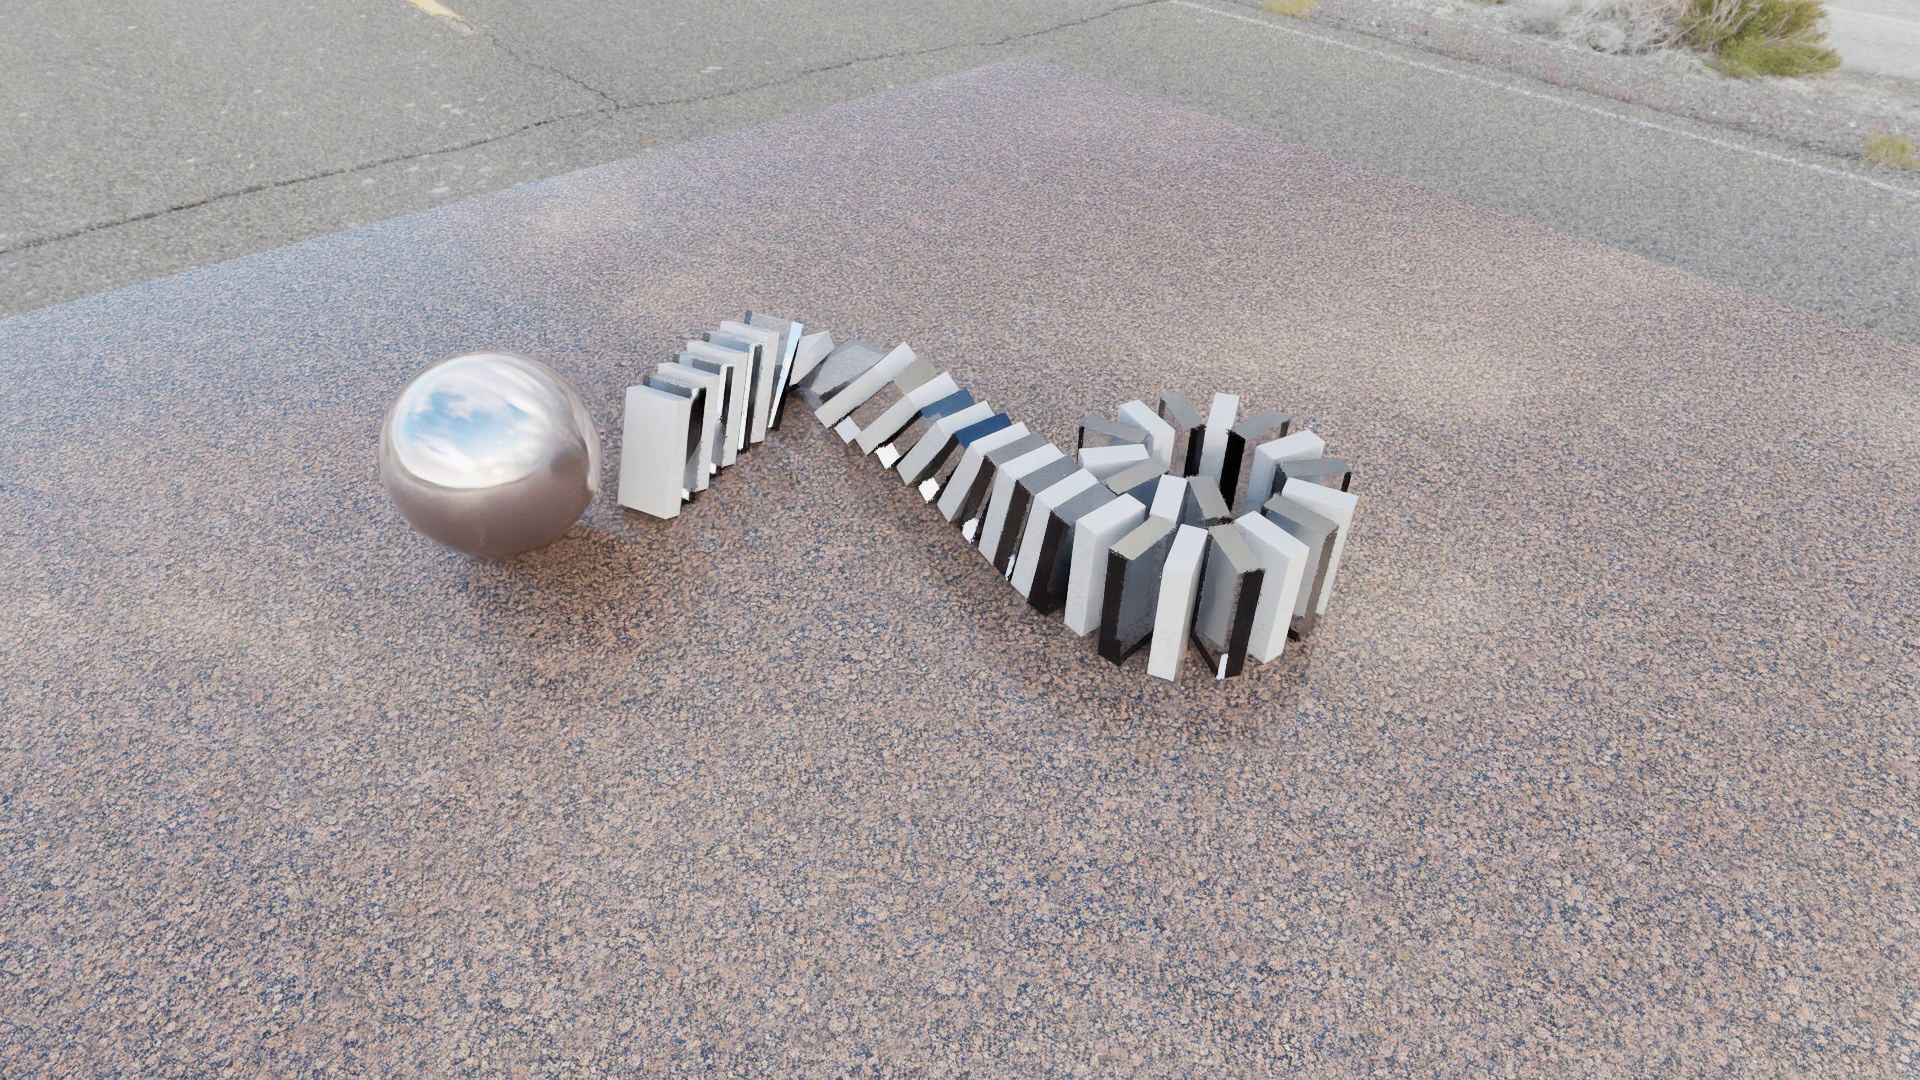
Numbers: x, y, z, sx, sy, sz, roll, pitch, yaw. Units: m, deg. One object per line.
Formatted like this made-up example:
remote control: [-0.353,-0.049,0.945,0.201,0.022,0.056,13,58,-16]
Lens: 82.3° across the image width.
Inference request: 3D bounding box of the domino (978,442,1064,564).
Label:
domino: [0.024,-0.013,0.427,0.025,0.050,0.009,-25,60,-27]

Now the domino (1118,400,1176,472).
domino: [0.073,-0.029,0.446,0.009,0.050,0.025,-18,43,-20]

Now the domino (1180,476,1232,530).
domino: [0.088,0.004,0.407,0.010,0.050,0.025,-3,39,-5]

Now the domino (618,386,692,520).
domino: [-0.127,-0.037,0.456,0.025,0.050,0.009,17,19,20]

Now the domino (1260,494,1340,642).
domino: [0.119,0.011,0.399,0.025,0.050,0.009,32,49,33]

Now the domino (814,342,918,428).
domino: [-0.044,-0.071,0.504,0.050,0.009,0.025,-27,16,46]

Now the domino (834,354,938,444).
domino: [-0.034,-0.063,0.493,0.009,0.050,0.025,52,48,-8]

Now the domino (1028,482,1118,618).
domino: [0.041,0.004,0.406,0.025,0.050,0.009,-30,58,-31]

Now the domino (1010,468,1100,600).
domino: [0.036,-0.002,0.413,0.025,0.050,0.009,-30,60,-31]

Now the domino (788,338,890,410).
domino: [-0.059,-0.082,0.544,0.025,0.009,0.050,27,47,29]

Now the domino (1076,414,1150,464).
domino: [0.060,-0.024,0.440,0.025,0.050,0.009,20,43,23]

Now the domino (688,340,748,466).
domino: [-0.109,-0.060,0.485,0.025,0.050,0.009,17,19,20]

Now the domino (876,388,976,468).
domino: [-0.015,-0.048,0.474,0.025,0.050,0.009,-29,88,-30]

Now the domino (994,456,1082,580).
domino: [0.030,-0.008,0.420,0.025,0.050,0.010,-27,60,-29]

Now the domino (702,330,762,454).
domino: [-0.105,-0.066,0.492,0.025,0.050,0.010,17,19,20]

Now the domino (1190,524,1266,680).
domino: [0.092,0.022,0.385,0.009,0.050,0.025,-9,40,-11]

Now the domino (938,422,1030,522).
domino: [0.010,-0.027,0.445,0.025,0.050,0.010,-25,73,-27]

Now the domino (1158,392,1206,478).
domino: [0.088,-0.032,0.450,0.010,0.050,0.025,-8,40,-9]

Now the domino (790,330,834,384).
domino: [-0.083,-0.087,0.538,0.025,0.009,0.050,-9,26,21]

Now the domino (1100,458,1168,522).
domino: [0.063,-0.004,0.416,0.025,0.050,0.009,-24,46,-27]

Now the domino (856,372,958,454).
domino: [-0.024,-0.055,0.485,0.025,0.050,0.009,-36,94,-36]

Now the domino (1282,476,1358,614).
domino: [0.129,0.003,0.408,0.025,0.050,0.010,18,43,21]

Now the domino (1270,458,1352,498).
domino: [0.131,-0.008,0.421,0.025,0.050,0.009,-5,40,-6]

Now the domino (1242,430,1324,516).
domino: [0.125,-0.017,0.432,0.025,0.050,0.009,-18,43,-21]

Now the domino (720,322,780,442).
domino: [-0.099,-0.072,0.500,0.025,0.050,0.010,17,17,20]

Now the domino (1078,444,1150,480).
domino: [0.058,-0.013,0.427,0.025,0.050,0.009,-5,40,-6]

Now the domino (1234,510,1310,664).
domino: [0.106,0.017,0.390,0.010,0.050,0.025,-24,45,-26]

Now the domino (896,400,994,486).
domino: [-0.006,-0.040,0.464,0.025,0.050,0.009,-26,84,-28]

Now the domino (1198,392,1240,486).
domino: [0.104,-0.032,0.451,0.009,0.050,0.025,12,41,14]

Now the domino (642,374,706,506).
domino: [-0.122,-0.042,0.463,0.025,0.050,0.009,17,19,20]

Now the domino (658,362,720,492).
domino: [-0.118,-0.048,0.471,0.025,0.050,0.009,17,19,20]

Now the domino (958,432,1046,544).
domino: [0.017,-0.020,0.436,0.025,0.050,0.009,-25,67,-27]

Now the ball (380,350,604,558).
ball: [-0.181,-0.033,0.428,0.080,0.080,0.080,0,39,0]

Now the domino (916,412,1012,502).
domino: [0.002,-0.034,0.455,0.025,0.050,0.009,-25,79,-27]

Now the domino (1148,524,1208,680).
domino: [0.076,0.022,0.384,0.010,0.050,0.025,15,42,17]

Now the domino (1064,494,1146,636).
domino: [0.052,0.010,0.400,0.025,0.050,0.009,-28,49,-30]

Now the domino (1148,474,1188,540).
domino: [0.074,0.004,0.407,0.010,0.050,0.025,12,41,14]

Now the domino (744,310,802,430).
domino: [-0.091,-0.079,0.510,0.025,0.050,0.009,17,8,20]

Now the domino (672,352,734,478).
domino: [-0.114,-0.054,0.478,0.025,0.050,0.009,17,19,20]

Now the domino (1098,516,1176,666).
domino: [0.062,0.018,0.389,0.009,0.050,0.025,32,49,33]

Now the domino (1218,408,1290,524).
domino: [0.117,-0.026,0.443,0.025,0.050,0.009,-27,47,-29]
